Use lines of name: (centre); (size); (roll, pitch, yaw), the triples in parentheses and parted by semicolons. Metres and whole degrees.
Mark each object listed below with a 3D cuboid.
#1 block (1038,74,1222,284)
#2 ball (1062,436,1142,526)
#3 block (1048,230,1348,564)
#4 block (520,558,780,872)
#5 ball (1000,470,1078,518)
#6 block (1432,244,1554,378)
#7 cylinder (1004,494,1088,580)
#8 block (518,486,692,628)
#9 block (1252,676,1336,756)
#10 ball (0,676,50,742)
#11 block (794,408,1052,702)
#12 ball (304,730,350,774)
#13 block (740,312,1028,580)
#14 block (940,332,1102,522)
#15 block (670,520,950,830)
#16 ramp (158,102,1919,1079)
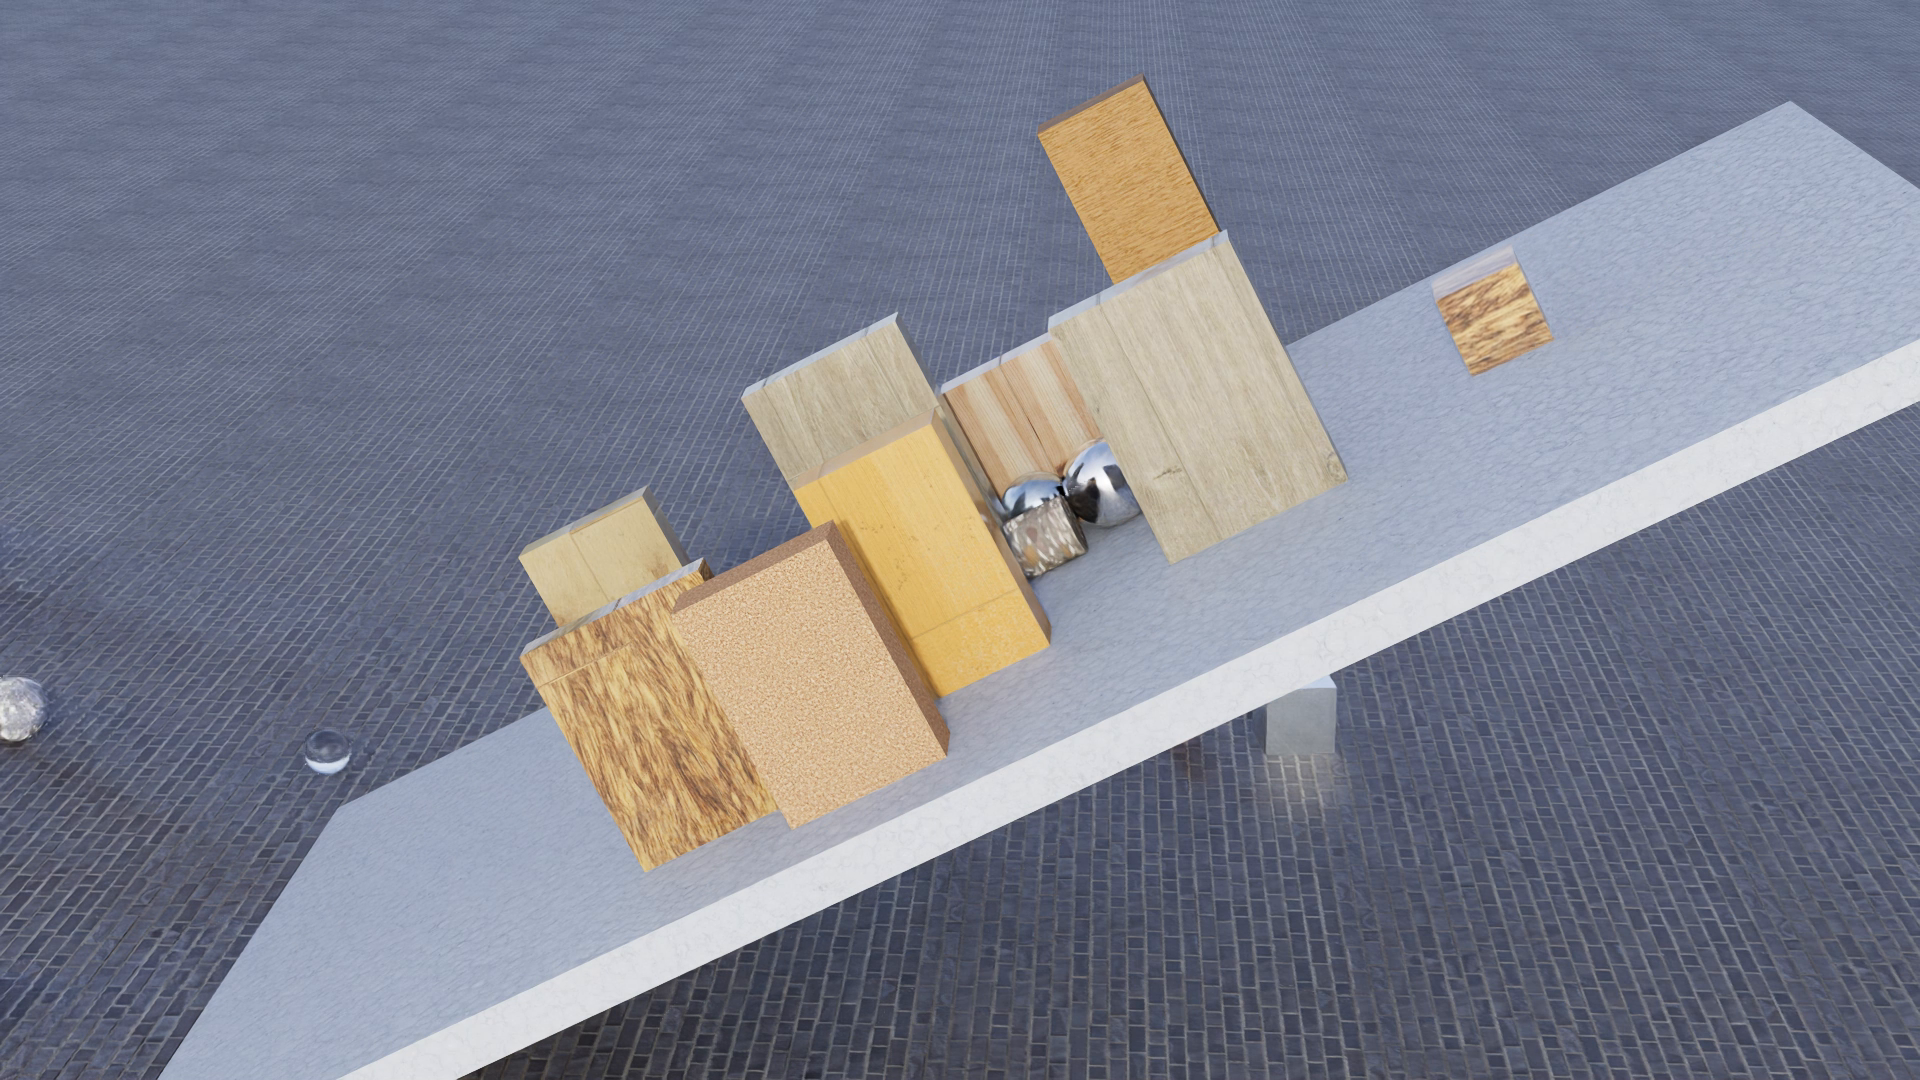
block: (0.477, -0.700, 6.957); (0.275, 0.750, 0.133); (-26, 14, 10)
ball: (0.319, -0.127, 6.374); (0.195, 0.195, 0.195); (0, 17, 0)
block: (0.477, -0.283, 5.889); (0.396, 0.545, 0.112); (-26, 14, 10)
block: (-0.558, 0.344, 5.741); (0.398, 0.500, 0.083); (-26, 14, 10)
ball: (0.175, -0.065, 6.473); (0.174, 0.174, 0.174); (0, 17, 0)
block: (1.108, -0.480, 6.132); (0.182, 0.182, 0.182); (-25, 14, 14)
cylinder: (0.185, -0.006, 6.321); (0.137, 0.137, 0.137); (-26, 14, 10)
block: (-0.768, 0.156, 6.894); (0.331, 0.468, 0.091); (-26, 14, 10)
block: (0.937, 0.476, 8.253); (0.194, 0.194, 0.194); (-2, 17, -5)
ball: (-2.655, 0.476, 8.270); (0.185, 0.185, 0.185); (0, 17, 0)
block: (-0.071, 0.039, 5.866); (0.306, 0.511, 0.124); (-26, 14, 10)
ball: (-1.728, 0.579, 8.035); (0.125, 0.125, 0.125); (0, 17, 0)
block: (-0.153, -0.124, 6.355); (0.373, 0.634, 0.095); (-26, 14, 10)
block: (0.189, -0.230, 6.563); (0.312, 0.401, 0.095); (-26, 14, 10)
block: (-0.279, 0.256, 5.560); (0.332, 0.479, 0.130); (-26, 14, 10)
ramp: (0.140, 0.167, 6.281); (4.000, 0.100, 2.000); (-26, 14, 10)
